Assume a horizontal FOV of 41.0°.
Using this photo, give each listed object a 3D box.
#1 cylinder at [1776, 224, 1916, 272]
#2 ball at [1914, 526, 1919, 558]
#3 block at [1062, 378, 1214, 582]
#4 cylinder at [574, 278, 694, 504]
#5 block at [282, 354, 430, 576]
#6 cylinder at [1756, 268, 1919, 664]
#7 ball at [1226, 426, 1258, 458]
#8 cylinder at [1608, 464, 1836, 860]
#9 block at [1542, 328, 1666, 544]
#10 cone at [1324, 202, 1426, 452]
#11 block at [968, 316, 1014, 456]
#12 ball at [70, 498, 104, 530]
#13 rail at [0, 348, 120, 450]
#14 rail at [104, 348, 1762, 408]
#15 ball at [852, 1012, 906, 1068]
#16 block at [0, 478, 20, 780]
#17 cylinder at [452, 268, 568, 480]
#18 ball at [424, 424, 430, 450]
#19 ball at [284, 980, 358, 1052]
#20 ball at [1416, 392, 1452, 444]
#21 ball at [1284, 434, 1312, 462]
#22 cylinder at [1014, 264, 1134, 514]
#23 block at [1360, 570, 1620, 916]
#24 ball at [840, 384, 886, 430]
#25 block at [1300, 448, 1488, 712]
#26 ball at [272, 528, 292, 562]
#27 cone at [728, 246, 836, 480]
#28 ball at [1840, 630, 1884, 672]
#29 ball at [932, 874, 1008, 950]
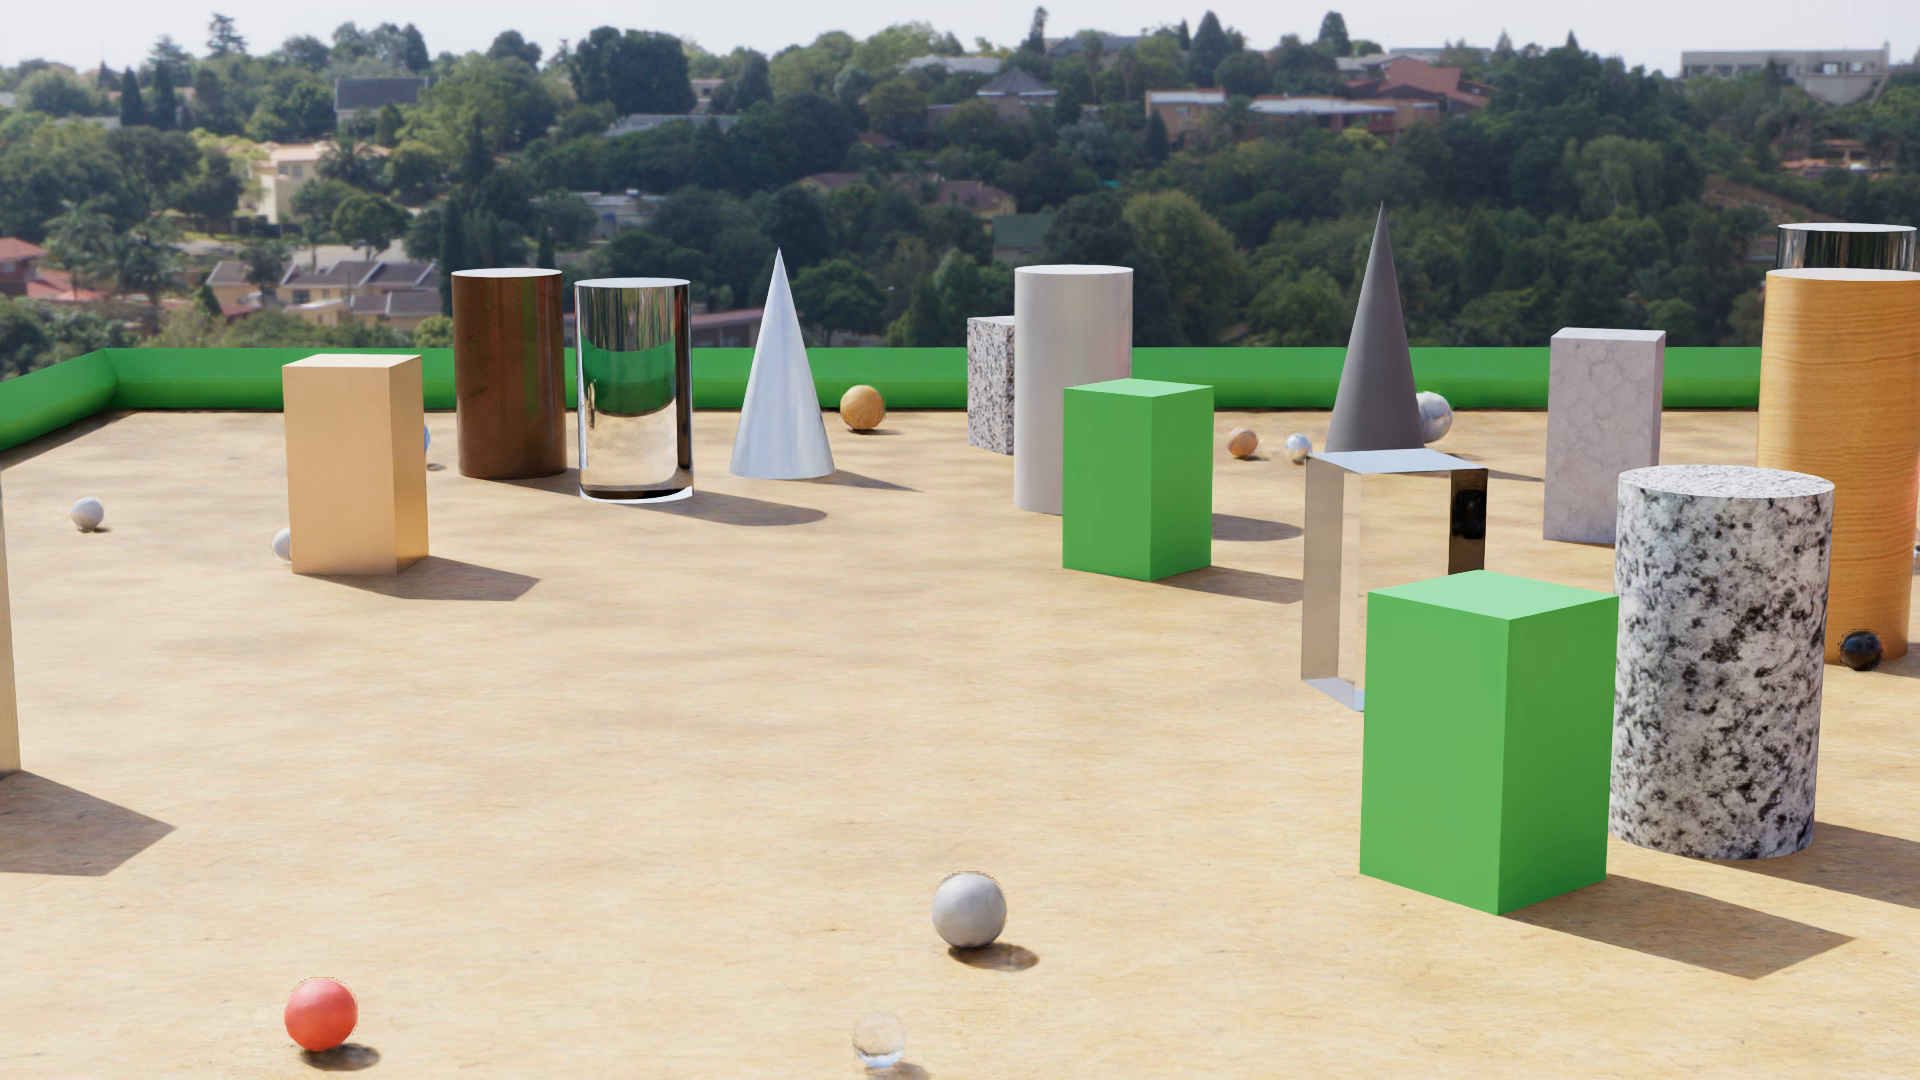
[{"bbox_3d":[1.315,-0.224,3.849,0.195,0.488,0.195,0,11,0],"label":"cylinder"},{"bbox_3d":[1.364,0.002,3.750,0.079,0.079,0.079,0,11,0],"label":"ball"},{"bbox_3d":[0.260,-0.091,3.745,0.156,0.265,0.156,8,13,38],"label":"block"},{"bbox_3d":[-0.555,-0.258,4.376,0.195,0.362,0.195,0,11,0],"label":"cylinder"},{"bbox_3d":[-0.883,-0.113,3.761,0.156,0.302,0.156,1,11,5],"label":"block"},{"bbox_3d":[1.098,-0.097,3.213,0.195,0.470,0.195,0,11,0],"label":"cylinder"},{"bbox_3d":[0.529,-0.184,4.812,0.058,0.058,0.058,0,11,0],"label":"ball"},{"bbox_3d":[0.720,0.111,2.445,0.195,0.340,0.195,0,11,0],"label":"cylinder"},{"bbox_3d":[1.005,-0.164,4.000,0.156,0.315,0.156,4,11,20],"label":"block"},{"bbox_3d":[0.773,-0.386,4.735,0.195,0.483,0.195,0,11,0],"label":"cone"},{"bbox_3d":[0.120,-0.300,4.924,0.156,0.246,0.156,-5,12,-27],"label":"block"},{"bbox_3d":[-1.384,-0.042,4.069,0.051,0.051,0.051,0,11,0],"label":"ball"},{"bbox_3d":[-1.797,0.035,3.439,0.045,0.127,4.187,0,11,0],"label":"rail"},{"bbox_3d":[-0.012,-0.345,5.484,3.642,0.127,0.045,0,11,0],"label":"rail"},{"bbox_3d":[-0.059,0.368,1.886,0.040,0.040,0.040,0,11,0],"label":"ball"},{"bbox_3d":[-1.072,0.083,2.590,0.156,0.344,0.156,2,11,8],"label":"block"},{"bbox_3d":[-0.810,-0.301,4.618,0.195,0.359,0.195,0,11,0],"label":"cylinder"},{"bbox_3d":[-1.024,-0.186,4.717,0.097,0.097,0.097,0,11,0],"label":"ball"},{"bbox_3d":[-0.478,0.355,1.919,0.053,0.053,0.053,0,11,0],"label":"ball"},{"bbox_3d":[0.882,-0.231,4.848,0.098,0.098,0.098,0,11,0],"label":"ball"},{"bbox_3d":[0.627,-0.171,4.748,0.052,0.052,0.052,0,11,0],"label":"ball"},{"bbox_3d":[0.188,-0.252,4.261,0.195,0.393,0.195,0,11,0],"label":"cylinder"},{"bbox_3d":[0.474,0.177,2.307,0.156,0.262,0.156,-9,14,-40],"label":"block"},{"bbox_3d":[-0.196,-0.266,5.160,0.092,0.092,0.092,0,11,0],"label":"ball"},{"bbox_3d":[0.504,0.043,2.996,0.156,0.274,0.156,-3,11,-15],"label":"block"},{"bbox_3d":[-0.987,0.007,3.782,0.050,0.050,0.050,0,11,0],"label":"ball"},{"bbox_3d":[-0.323,-0.326,4.620,0.195,0.406,0.195,0,11,0],"label":"cone"},{"bbox_3d":[1.094,0.135,3.114,0.050,0.050,0.050,0,11,0],"label":"ball"},{"bbox_3d":[0.008,0.309,2.136,0.064,0.064,0.064,0,11,0],"label":"ball"}]
